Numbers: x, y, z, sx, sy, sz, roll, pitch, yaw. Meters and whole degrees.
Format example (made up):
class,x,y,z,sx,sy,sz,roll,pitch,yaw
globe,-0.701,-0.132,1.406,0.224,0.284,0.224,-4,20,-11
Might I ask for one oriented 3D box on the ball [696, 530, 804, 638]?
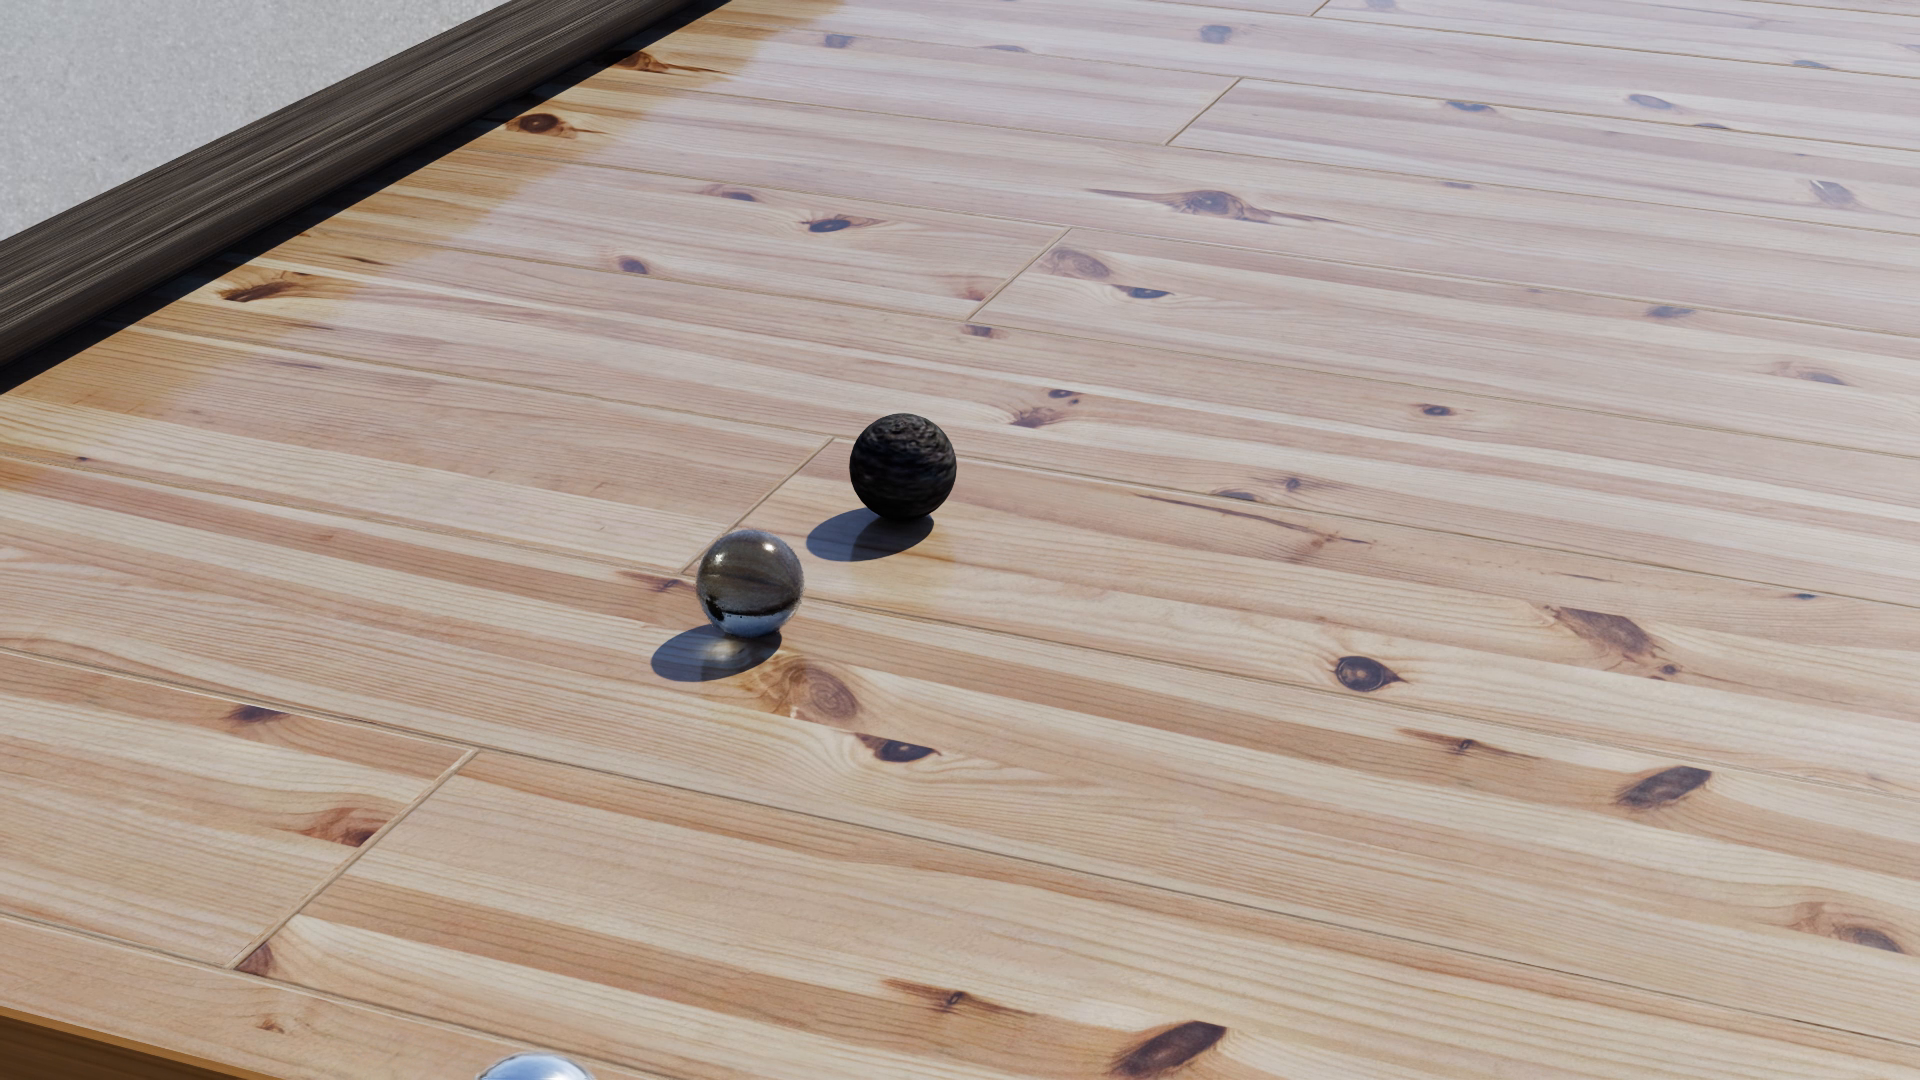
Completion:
class,x,y,z,sx,sy,sz,roll,pitch,yaw
ball,-0.130,0.027,1.823,0.067,0.067,0.067,0,25,0

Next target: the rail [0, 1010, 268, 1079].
class,x,y,z,sx,sy,sz,roll,pitch,yaw
rail,-0.266,0.266,1.274,1.641,0.097,0.045,10,27,20

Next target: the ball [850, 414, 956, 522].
class,x,y,z,sx,sy,sz,roll,pitch,yaw
ball,-0.038,-0.049,1.981,0.073,0.073,0.073,0,25,0

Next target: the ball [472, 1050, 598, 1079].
class,x,y,z,sx,sy,sz,roll,pitch,yaw
ball,-0.189,0.264,1.308,0.073,0.073,0.073,0,25,0

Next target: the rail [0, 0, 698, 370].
class,x,y,z,sx,sy,sz,roll,pitch,yaw
rail,-0.464,-0.425,2.759,0.045,0.097,2.936,10,27,20
